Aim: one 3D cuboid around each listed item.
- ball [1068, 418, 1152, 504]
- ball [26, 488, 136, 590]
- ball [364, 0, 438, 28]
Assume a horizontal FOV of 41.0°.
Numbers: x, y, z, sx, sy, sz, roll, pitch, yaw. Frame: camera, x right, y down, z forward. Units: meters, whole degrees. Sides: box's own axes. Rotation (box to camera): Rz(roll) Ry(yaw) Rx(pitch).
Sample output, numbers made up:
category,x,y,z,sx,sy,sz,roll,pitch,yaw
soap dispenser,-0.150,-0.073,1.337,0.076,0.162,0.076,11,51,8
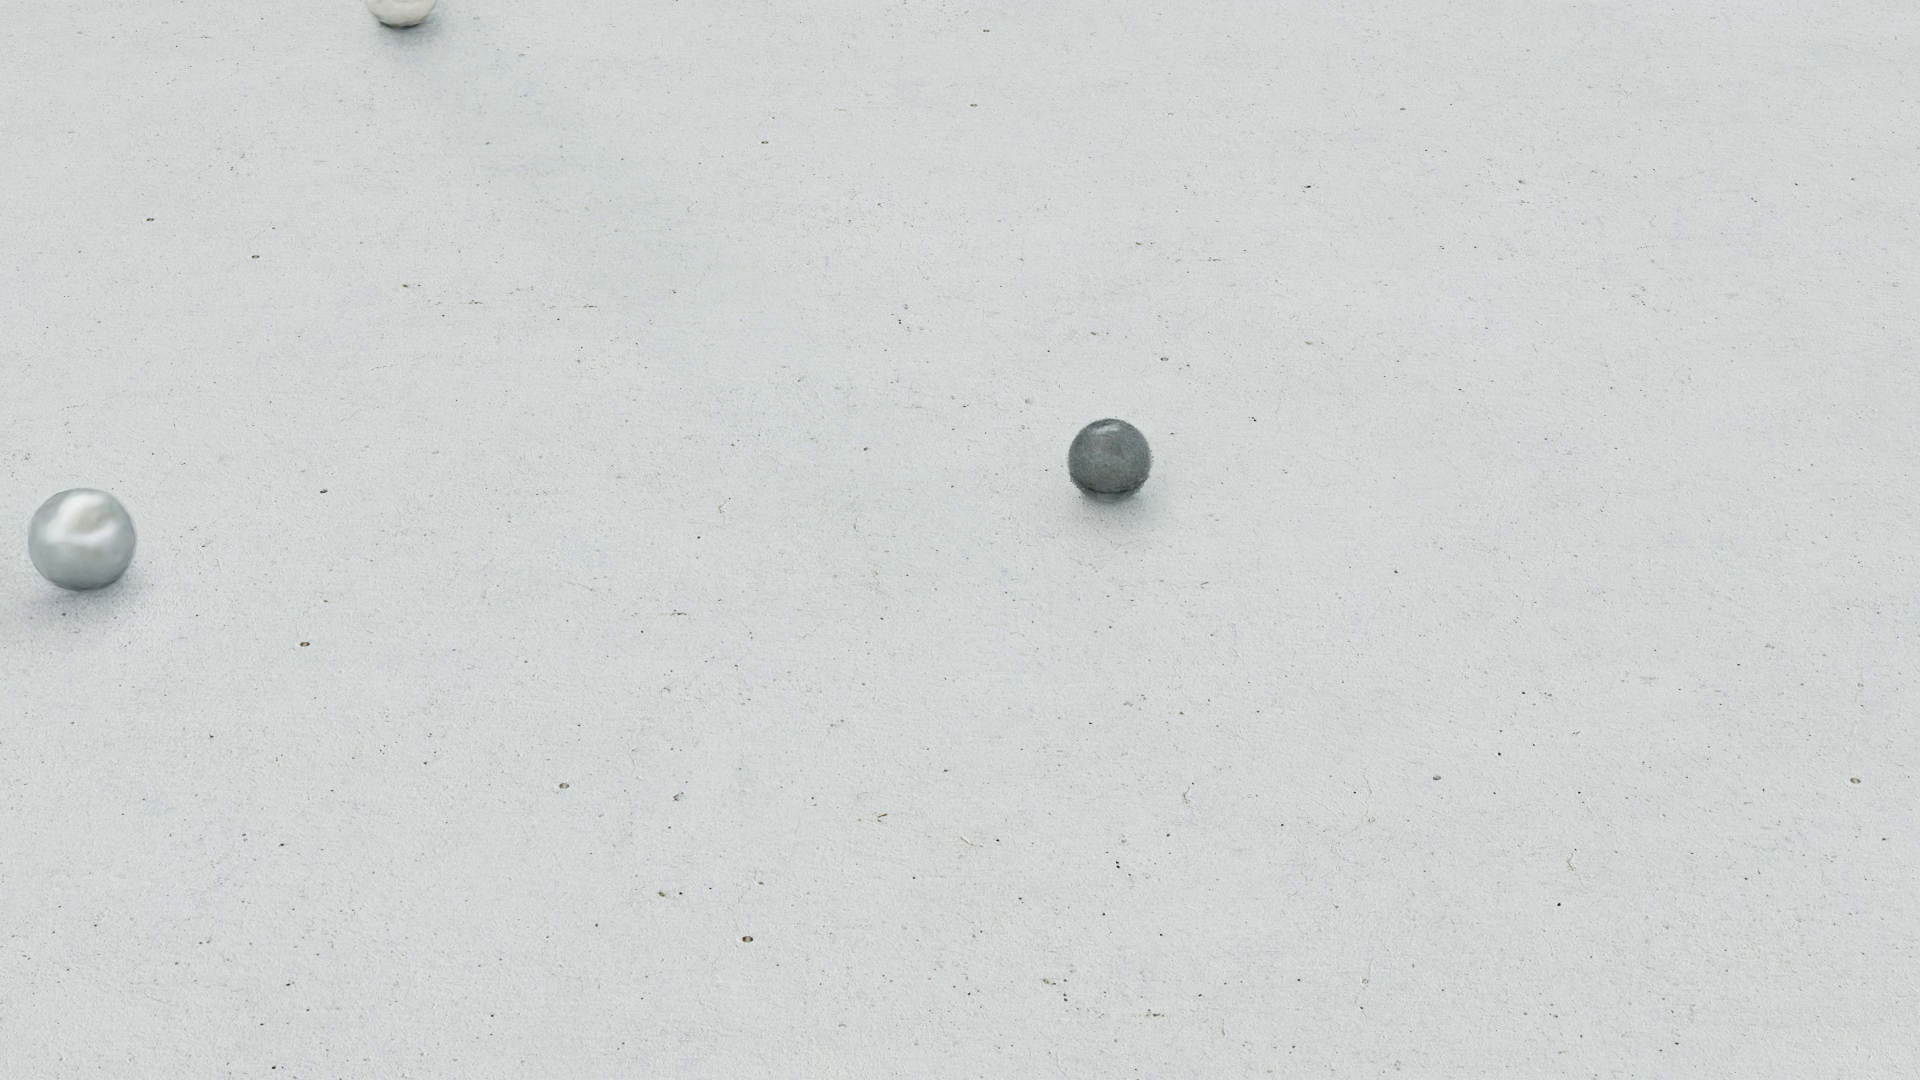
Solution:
category,x,y,z,sx,sy,sz,roll,pitch,yaw
ball,0.091,-0.048,1.567,0.052,0.052,0.052,0,37,0
ball,-0.512,0.000,1.497,0.060,0.060,0.060,0,37,0
ball,-0.454,-0.449,2.084,0.063,0.063,0.063,0,37,0
